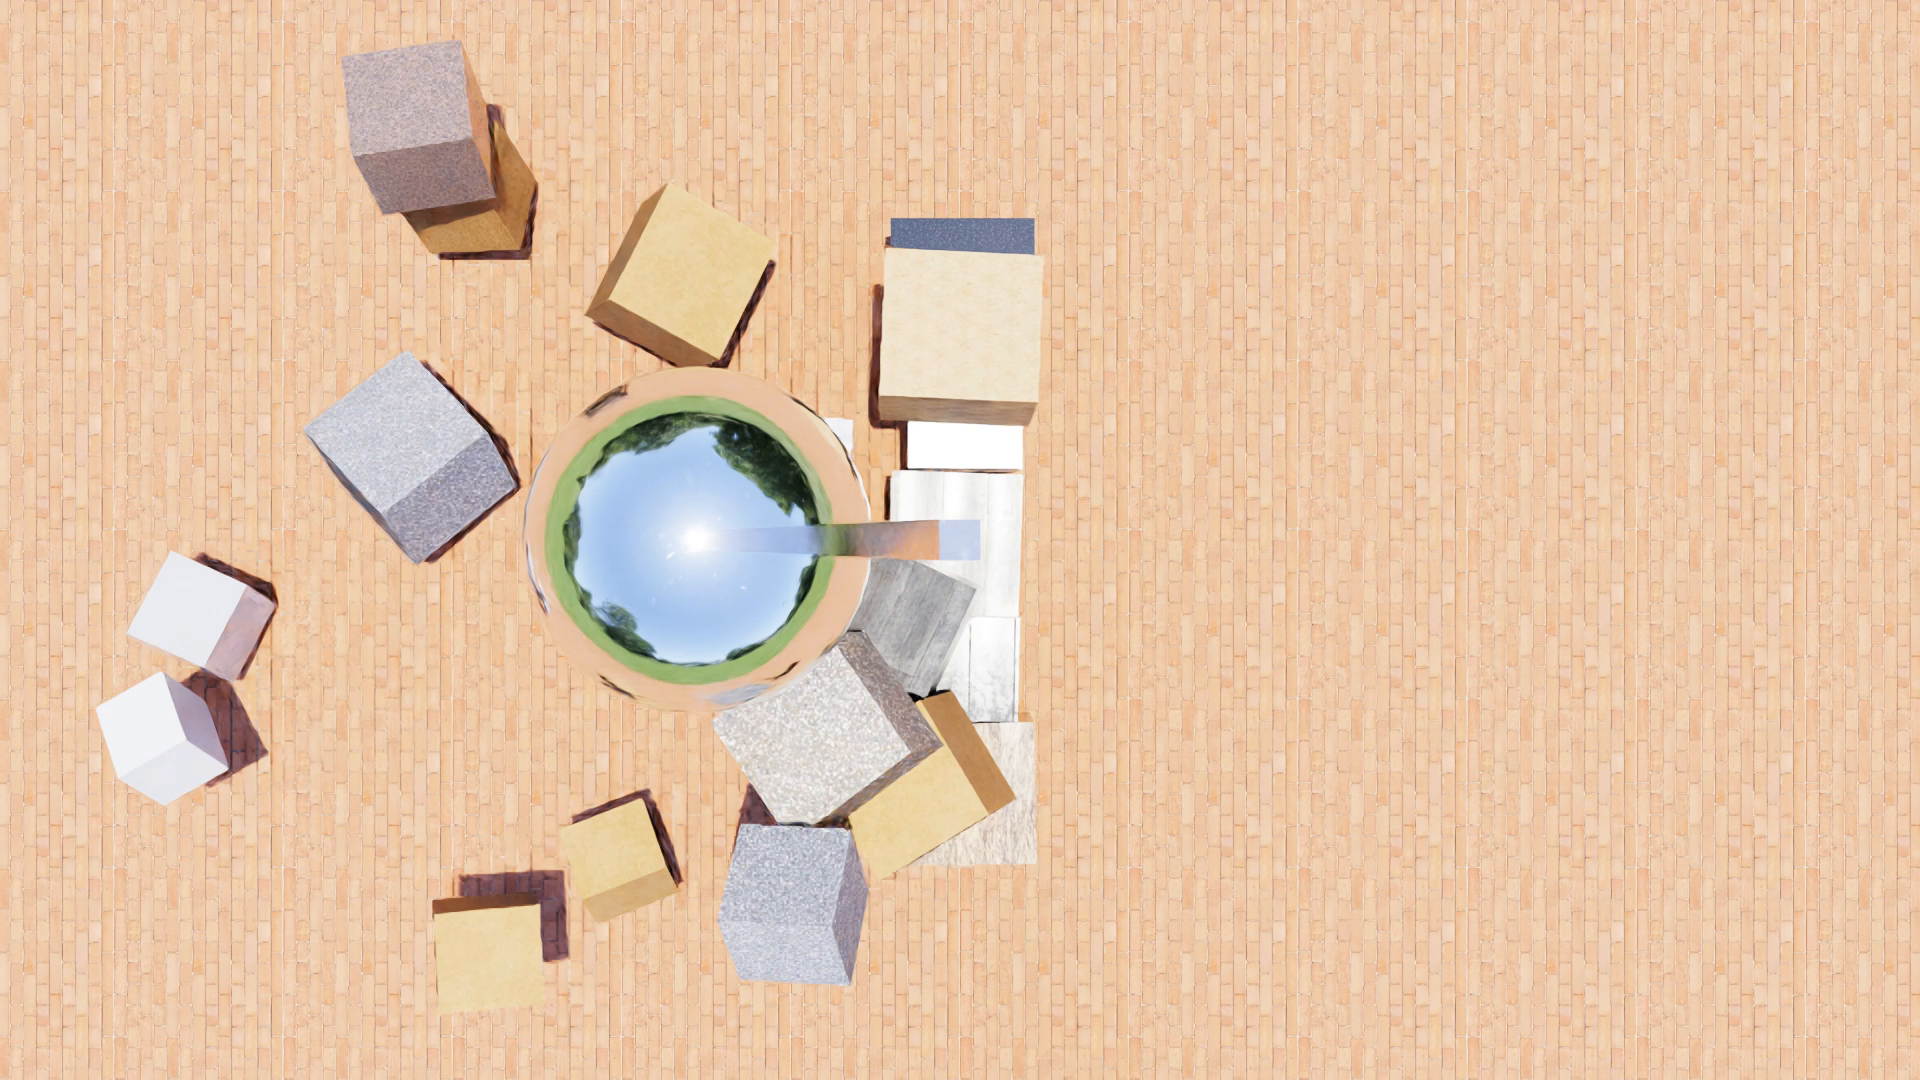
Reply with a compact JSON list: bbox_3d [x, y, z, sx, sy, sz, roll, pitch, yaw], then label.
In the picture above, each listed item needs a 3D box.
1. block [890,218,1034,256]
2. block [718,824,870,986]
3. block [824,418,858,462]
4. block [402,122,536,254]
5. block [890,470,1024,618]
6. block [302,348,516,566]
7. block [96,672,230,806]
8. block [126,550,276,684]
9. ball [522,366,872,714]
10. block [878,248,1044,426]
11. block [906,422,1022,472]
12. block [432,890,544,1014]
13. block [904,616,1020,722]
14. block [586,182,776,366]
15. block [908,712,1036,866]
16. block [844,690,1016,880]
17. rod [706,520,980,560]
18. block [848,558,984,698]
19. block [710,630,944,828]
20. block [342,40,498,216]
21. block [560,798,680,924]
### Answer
[{"bbox_3d":[0.014,-1.449,12.648,0.806,0.704,0.703,0,90,0],"label":"block"},{"bbox_3d":[-0.809,1.792,10.807,0.562,0.545,0.551,1,49,11],"label":"block"},{"bbox_3d":[-0.950,-0.352,12.669,0.664,0.661,0.684,3,90,0],"label":"block"},{"bbox_3d":[-2.820,-1.999,12.517,0.559,0.545,0.485,-1,63,13],"label":"block"},{"bbox_3d":[-0.029,0.025,12.630,0.733,0.741,0.800,2,90,0],"label":"block"},{"bbox_3d":[-3.109,-0.466,12.469,0.729,0.643,0.758,-41,67,-15],"label":"block"},{"bbox_3d":[-4.346,1.084,11.992,0.411,0.458,0.467,-30,61,-1],"label":"block"},{"bbox_3d":[-4.335,0.449,12.593,0.482,0.564,0.516,24,78,4],"label":"block"},{"bbox_3d":[-1.200,0.000,10.106,1.600,1.600,1.600,0,90,0],"label":"ball"},{"bbox_3d":[-0.003,-1.077,11.845,0.827,0.788,0.779,3,84,-2],"label":"block"},{"bbox_3d":[0.016,-0.743,12.616,0.634,0.747,0.687,0,90,-2],"label":"block"},{"bbox_3d":[-2.550,2.219,11.875,0.548,0.473,0.529,-3,91,-14],"label":"block"},{"bbox_3d":[-0.003,0.721,12.644,0.662,0.713,0.579,1,90,0],"label":"block"},{"bbox_3d":[-1.574,-1.462,12.352,0.683,0.699,0.733,28,79,-17],"label":"block"},{"bbox_3d":[0.007,1.418,12.628,0.826,0.744,0.789,-1,90,0],"label":"block"},{"bbox_3d":[-0.232,1.311,11.847,0.694,0.711,0.692,-33,83,12],"label":"block"},{"bbox_3d":[-0.520,0.000,6.775,0.080,5.200,0.080,0,90,-12],"label":"rod"},{"bbox_3d":[-0.292,0.424,11.938,0.596,0.623,0.640,25,92,4],"label":"block"},{"bbox_3d":[-0.673,0.993,11.267,0.770,0.628,0.735,-38,80,11],"label":"block"},{"bbox_3d":[-2.853,-2.178,11.644,0.617,0.654,0.587,-9,72,-4],"label":"block"},{"bbox_3d":[-1.926,1.820,12.458,0.494,0.462,0.438,-21,65,-7],"label":"block"}]
